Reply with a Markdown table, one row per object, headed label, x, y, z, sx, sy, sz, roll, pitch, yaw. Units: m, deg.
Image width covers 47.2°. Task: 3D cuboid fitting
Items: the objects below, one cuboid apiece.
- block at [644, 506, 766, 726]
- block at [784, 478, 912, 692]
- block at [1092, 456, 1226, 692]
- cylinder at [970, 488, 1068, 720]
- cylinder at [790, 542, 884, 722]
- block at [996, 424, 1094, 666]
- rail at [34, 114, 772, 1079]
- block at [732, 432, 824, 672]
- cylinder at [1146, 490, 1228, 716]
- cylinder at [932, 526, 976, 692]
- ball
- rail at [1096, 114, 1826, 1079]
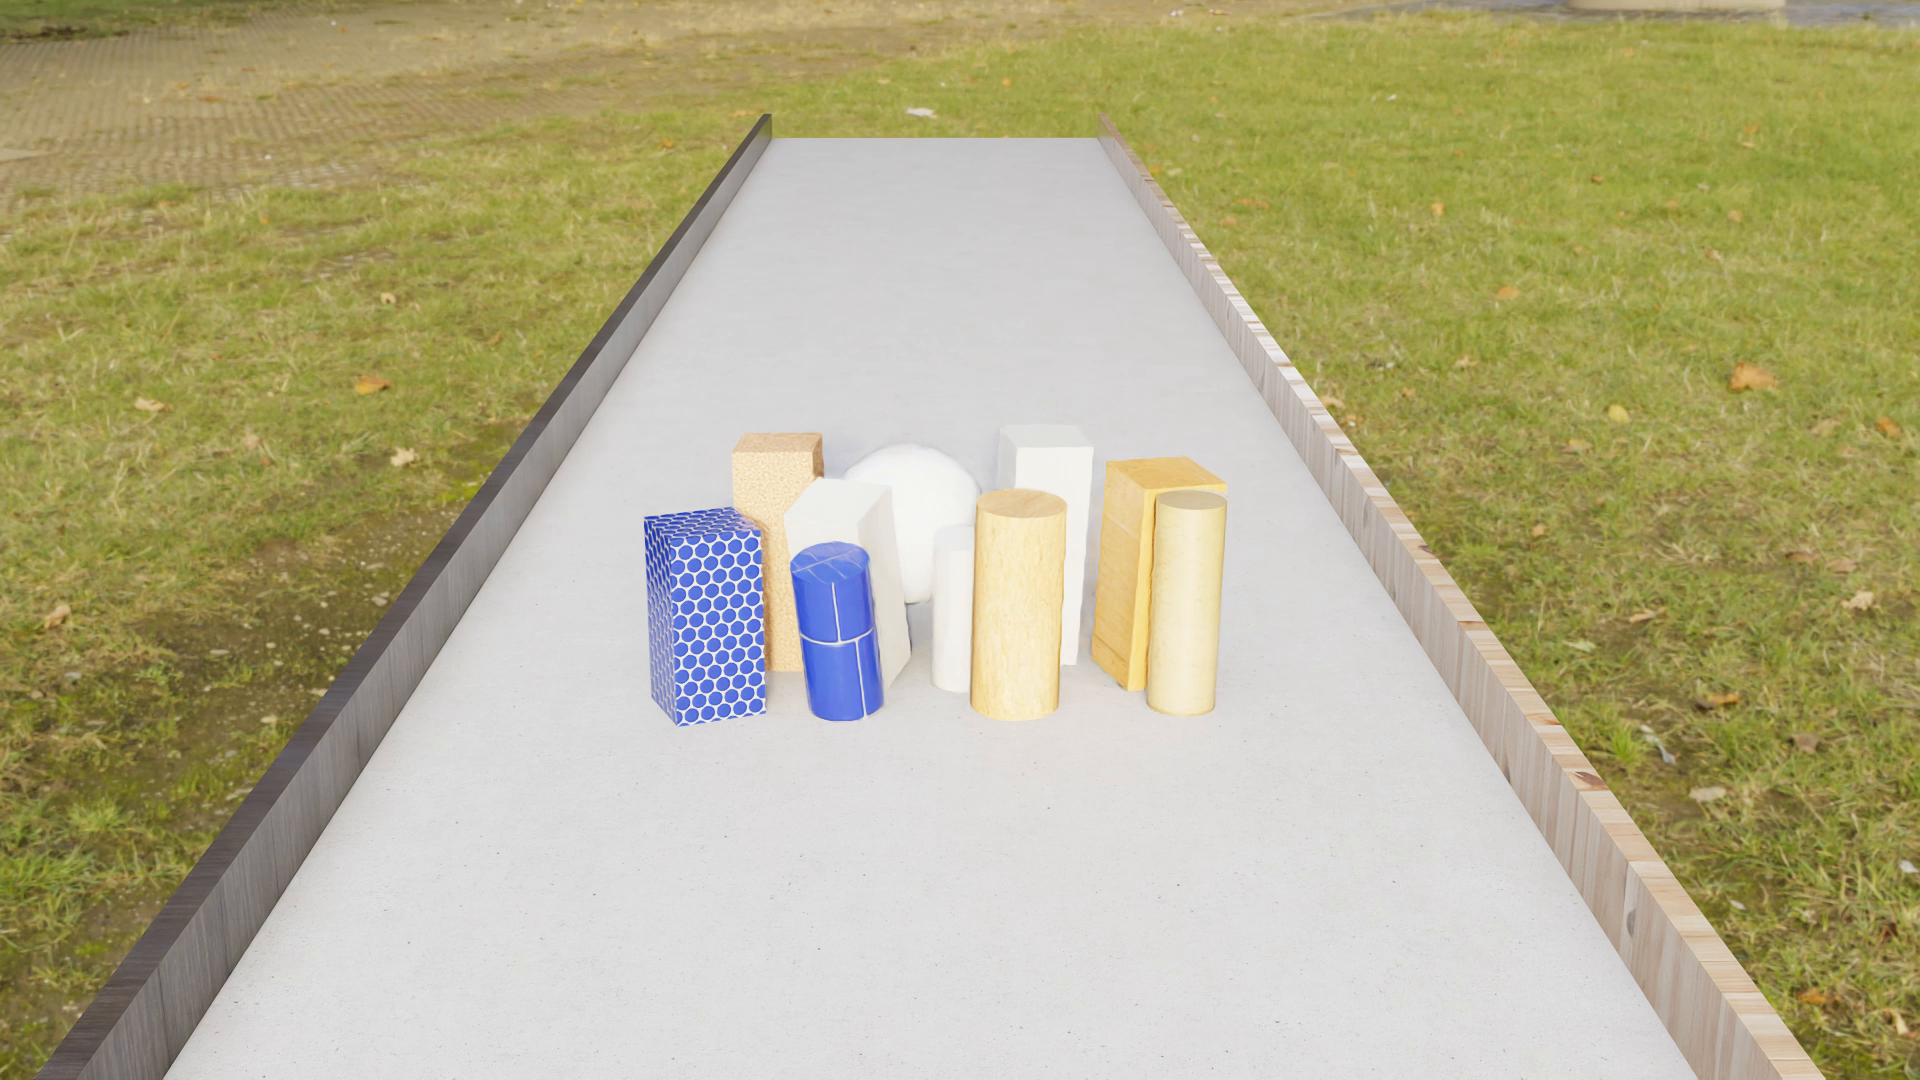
| label | x | y | z | sx | sy | sz | roll | pitch | yaw |
| --- | --- | --- | --- | --- | --- | --- | --- | --- | --- |
| block | -0.478 | 0.141 | 4.121 | 0.172 | 0.360 | 0.172 | -7 | 18 | -23 |
| block | -0.212 | 0.092 | 4.201 | 0.150 | 0.384 | 0.150 | 7 | 32 | 22 |
| block | 0.382 | 0.063 | 4.260 | 0.170 | 0.410 | 0.170 | -5 | 22 | -21 |
| cylinder | 0.108 | 0.120 | 4.105 | 0.168 | 0.399 | 0.168 | 1 | 20 | -1 |
| cylinder | -0.225 | 0.171 | 4.070 | 0.145 | 0.305 | 0.145 | -4 | 30 | 2 |
| block | 0.156 | 0.012 | 4.362 | 0.151 | 0.456 | 0.151 | -1 | 20 | -12 |
| rail | -1.118 | -0.838 | 7.780 | 0.050 | 0.150 | 12.000 | 0 | 17 | -1 |
| block | -0.352 | 0.023 | 4.358 | 0.156 | 0.447 | 0.156 | 0 | 17 | 4 |
| cylinder | 0.423 | 0.118 | 4.114 | 0.130 | 0.404 | 0.130 | 1 | 18 | 0 |
| cylinder | 0.000 | 0.133 | 4.218 | 0.107 | 0.306 | 0.107 | 1 | 26 | 0 |
| ball | -0.104 | -0.032 | 4.373 | 0.322 | 0.322 | 0.322 | 0 | 17 | 0 |
| rail | 0.932 | -0.844 | 7.801 | 0.050 | 0.150 | 12.000 | 0 | 17 | -1 |
